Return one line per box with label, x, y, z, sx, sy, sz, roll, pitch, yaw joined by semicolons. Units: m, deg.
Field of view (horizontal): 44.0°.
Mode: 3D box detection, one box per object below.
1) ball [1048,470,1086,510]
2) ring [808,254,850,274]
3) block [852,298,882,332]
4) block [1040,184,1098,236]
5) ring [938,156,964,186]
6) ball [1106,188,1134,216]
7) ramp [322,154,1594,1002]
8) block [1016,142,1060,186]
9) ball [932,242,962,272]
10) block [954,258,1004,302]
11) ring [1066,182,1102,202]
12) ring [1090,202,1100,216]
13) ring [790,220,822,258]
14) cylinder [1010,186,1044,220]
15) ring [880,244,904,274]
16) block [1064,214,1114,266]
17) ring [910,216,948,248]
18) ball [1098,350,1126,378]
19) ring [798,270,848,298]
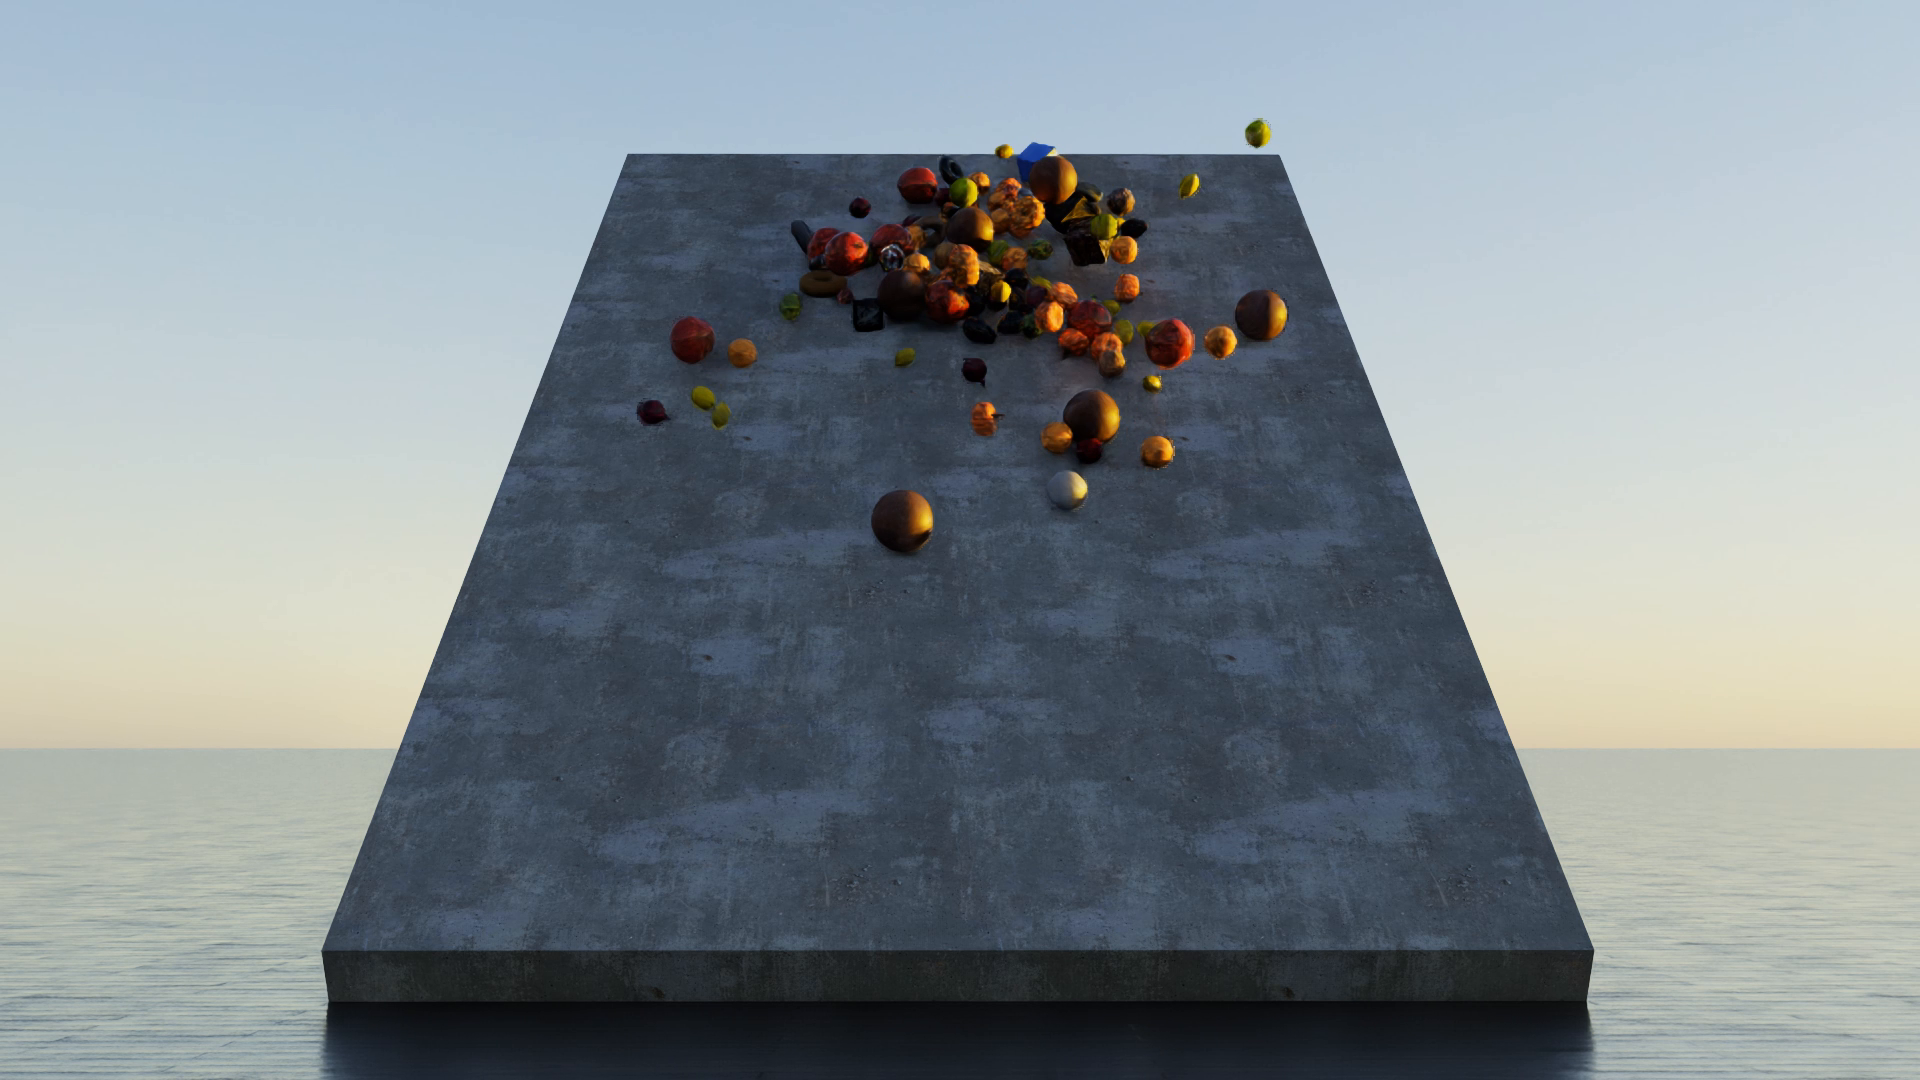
ball;0.230;-0.106;5.097;0.085;0.085;0.085;0;-5;0
ring;-0.346;-0.730;6.296;0.111;0.037;0.111;-6;-10;-1
block;-0.235;-0.570;6.020;0.063;0.063;0.063;-7;28;-13
block;0.303;-0.907;6.583;0.097;0.097;0.097;38;-6;42
ring;-0.026;-1.085;6.994;0.033;0.098;0.098;-26;-18;32
ball;0.446;-0.939;6.584;0.077;0.077;0.077;0;-5;0
ramp;-0.011;-0.226;5.531;2.000;0.100;4.000;0;27;0
block;0.230;-1.103;6.971;0.084;0.084;0.084;19;-36;33
ball;-0.034;-0.755;6.328;0.081;0.081;0.081;0;-5;0
block;0.050;-0.673;6.153;0.079;0.079;0.079;5;28;-45
ring;0.349;-0.993;6.778;0.115;0.038;0.115;12;-7;1
ring;0.359;-0.909;6.646;0.078;0.078;0.026;-3;-6;34
ring;-0.419;-0.817;6.452;0.041;0.122;0.122;-33;-10;6
cylinder;0.190;-0.959;6.749;0.076;0.076;0.076;22;-5;1
ring;-0.175;-0.722;6.116;0.078;0.078;0.026;5;4;-45
block;0.345;-0.799;6.335;0.092;0.092;0.092;-4;-48;26
ring;-0.087;-0.844;6.514;0.106;0.035;0.106;-9;-42;-8
ball;0.366;-0.427;5.741;0.067;0.067;0.067;0;-5;0
ring;-0.361;-0.673;6.243;0.130;0.043;0.130;0;26;0
